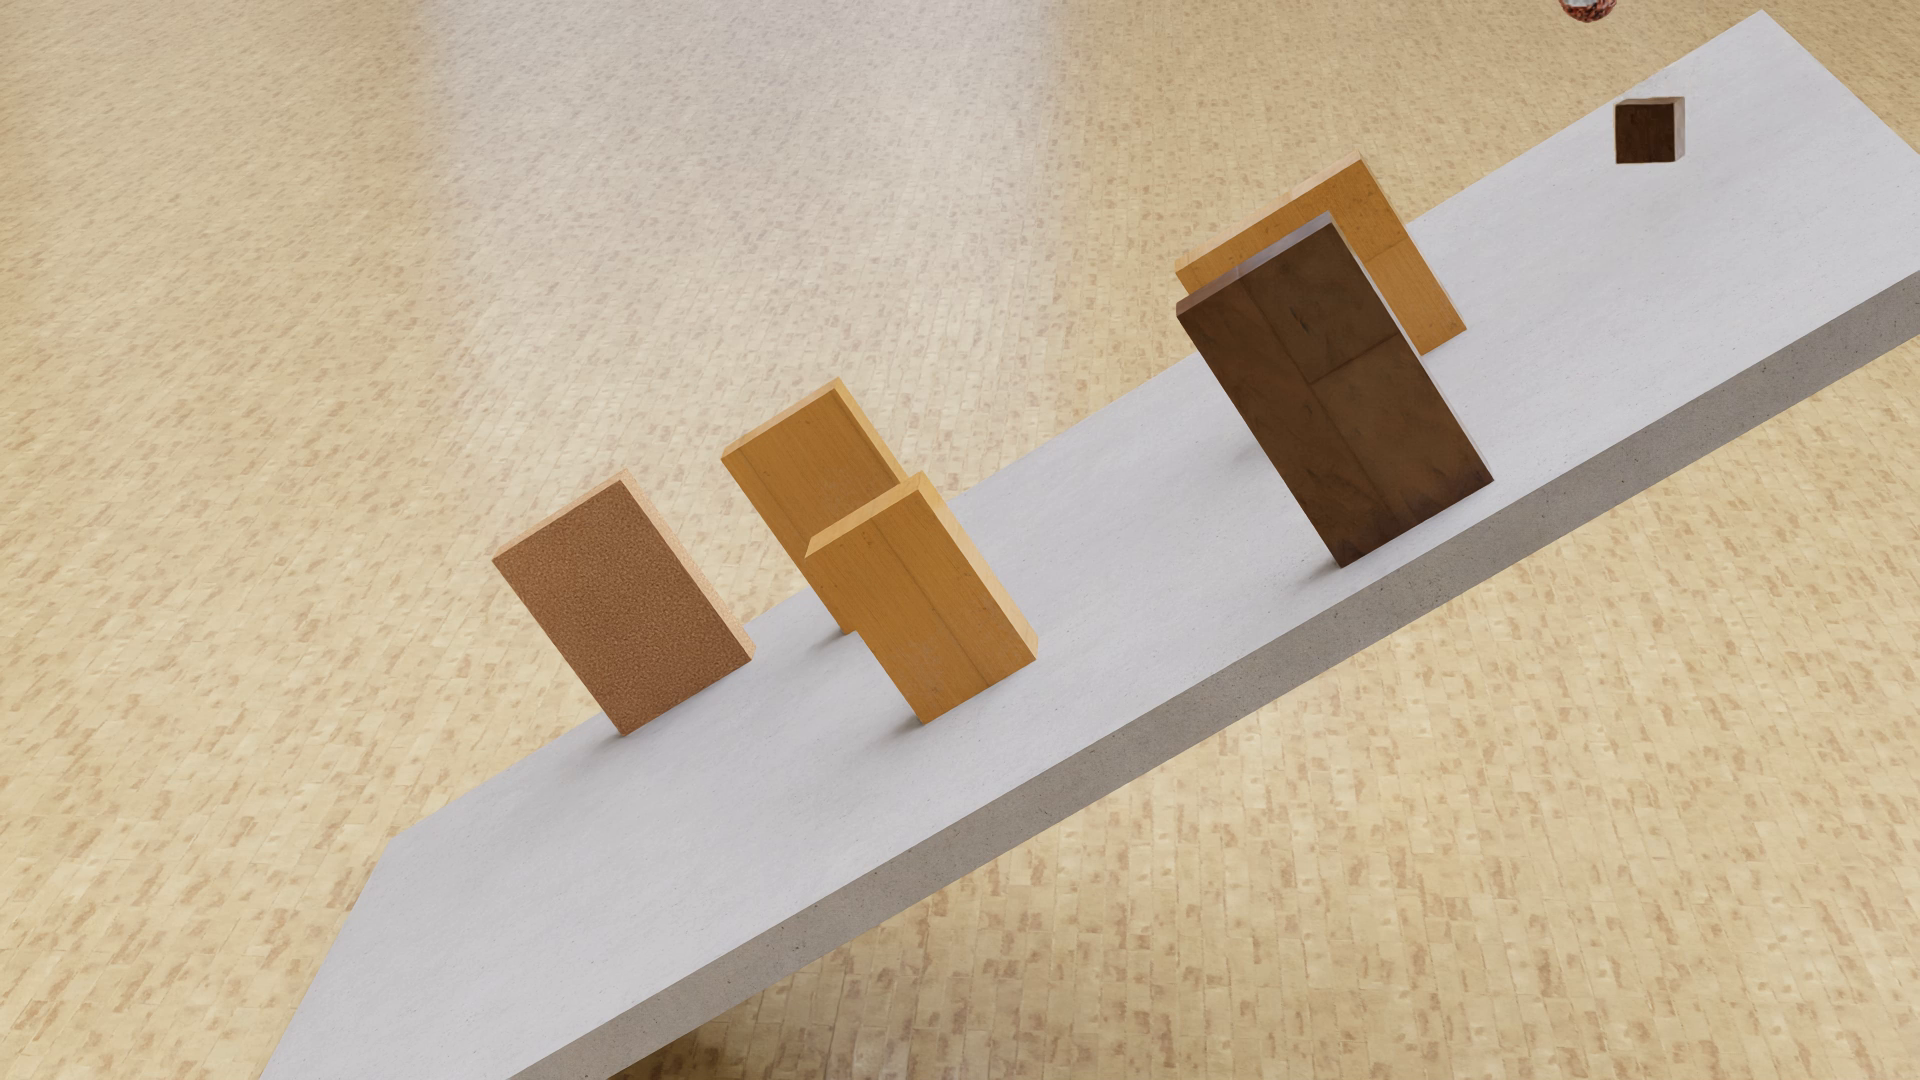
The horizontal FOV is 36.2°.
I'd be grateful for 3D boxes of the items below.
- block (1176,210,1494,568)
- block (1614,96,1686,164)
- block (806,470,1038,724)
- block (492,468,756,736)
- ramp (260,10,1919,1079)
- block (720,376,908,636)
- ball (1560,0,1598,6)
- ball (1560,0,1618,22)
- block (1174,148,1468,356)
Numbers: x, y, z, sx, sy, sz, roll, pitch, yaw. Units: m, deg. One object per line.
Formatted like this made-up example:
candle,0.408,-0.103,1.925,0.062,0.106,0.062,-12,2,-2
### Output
block,0.667,-0.264,5.230,0.315,0.559,0.088,-31,15,14
block,1.369,-0.813,5.833,0.115,0.115,0.115,2,15,24
block,-0.074,0.117,5.899,0.271,0.426,0.117,-31,15,14
block,-0.811,0.154,7.120,0.386,0.547,0.087,-31,15,14
ramp,0.139,0.171,6.297,4.000,0.100,2.000,-31,15,14
block,-0.270,-0.076,6.744,0.316,0.510,0.090,-31,15,14
ball,1.190,-1.082,5.645,0.116,0.116,0.116,0,20,0
ball,1.256,-1.095,5.877,0.119,0.119,0.119,0,20,0
block,0.743,-0.506,6.075,0.441,0.423,0.095,-31,15,14
